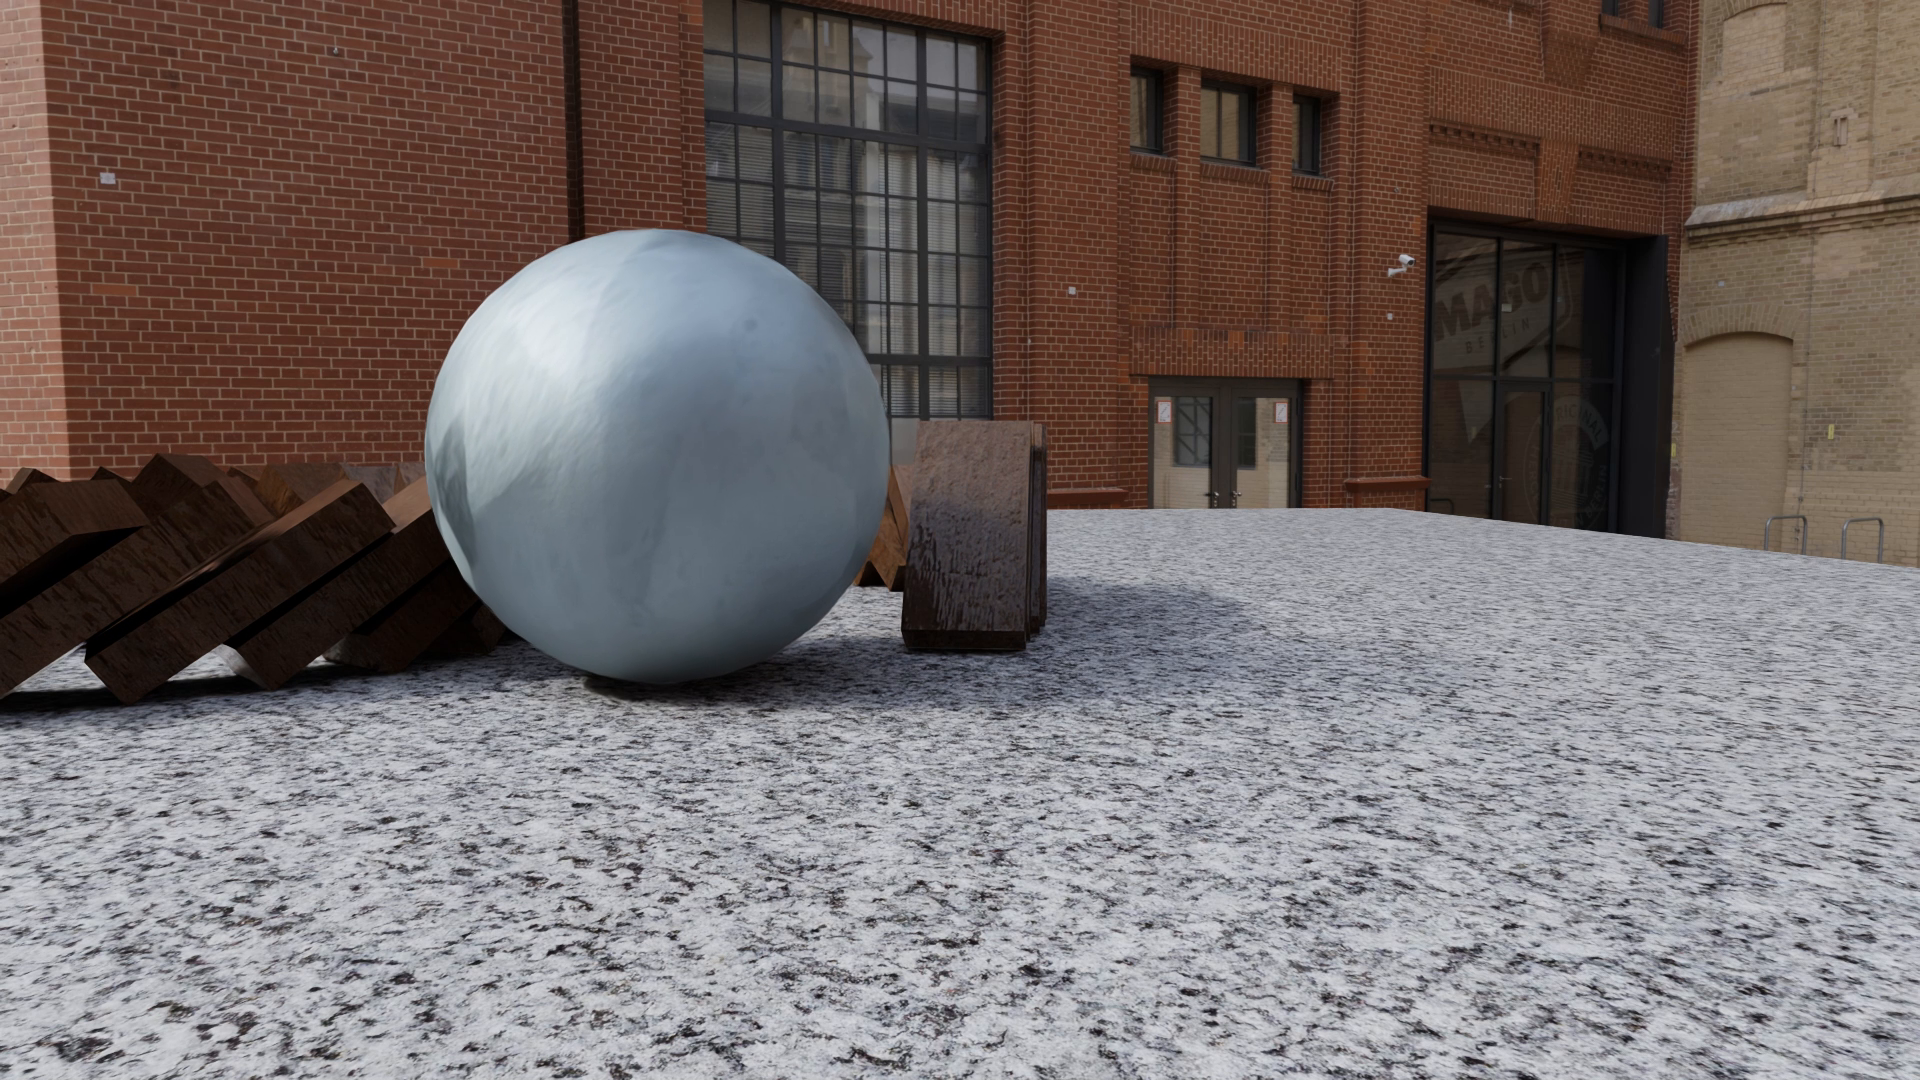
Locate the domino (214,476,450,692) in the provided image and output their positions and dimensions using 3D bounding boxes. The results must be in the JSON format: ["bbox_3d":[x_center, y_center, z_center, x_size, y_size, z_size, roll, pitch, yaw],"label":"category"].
[{"bbox_3d":[-0.114,0.006,0.241,0.025,0.010,0.050,5,41,47],"label":"domino"}]

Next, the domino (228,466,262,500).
[{"bbox_3d":[-0.226,-0.008,0.442,0.050,0.009,0.025,33,-5,-15],"label":"domino"}]

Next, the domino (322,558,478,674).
[{"bbox_3d":[-0.104,0.005,0.258,0.025,0.009,0.050,4,41,35],"label":"domino"}]

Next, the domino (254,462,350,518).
[{"bbox_3d":[-0.164,-0.002,0.347,0.050,0.009,0.025,40,18,17],"label":"domino"}]

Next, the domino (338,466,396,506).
[{"bbox_3d":[-0.144,-0.001,0.342,0.025,0.009,0.050,-5,41,-48],"label":"domino"}]

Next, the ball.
[{"bbox_3d":[-0.052,-0.015,0.229,0.080,0.080,0.080,0,4,0],"label":"ball"}]

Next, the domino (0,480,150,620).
[{"bbox_3d":[-0.159,0.009,0.204,0.050,0.010,0.025,-36,8,-4],"label":"domino"}]

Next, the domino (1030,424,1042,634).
[{"bbox_3d":[0.006,-0.003,0.296,0.025,0.050,0.009,1,-28,4],"label":"domino"}]

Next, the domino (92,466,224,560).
[{"bbox_3d":[-0.258,-0.007,0.420,0.050,0.010,0.025,36,-15,-29],"label":"domino"}]

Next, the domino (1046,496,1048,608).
[{"bbox_3d":[0.009,-0.005,0.319,0.025,0.050,0.010,0,-28,3],"label":"domino"}]

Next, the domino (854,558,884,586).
[{"bbox_3d":[-0.033,-0.005,0.404,0.025,0.010,0.050,-4,38,-40],"label":"domino"}]

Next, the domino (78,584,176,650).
[{"bbox_3d":[-0.192,0.017,0.281,0.025,0.010,0.050,1,4,13],"label":"domino"}]

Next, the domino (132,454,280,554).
[{"bbox_3d":[-0.185,-0.003,0.334,0.050,0.010,0.025,40,-3,-8],"label":"domino"}]

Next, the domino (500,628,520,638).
[{"bbox_3d":[-0.104,0.002,0.298,0.025,0.009,0.050,0,39,4],"label":"domino"}]

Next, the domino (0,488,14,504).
[{"bbox_3d":[-0.282,-0.004,0.389,0.025,0.009,0.050,3,-27,38],"label":"domino"}]

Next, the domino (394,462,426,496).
[{"bbox_3d":[-0.127,-0.001,0.332,0.025,0.009,0.050,-3,42,-37],"label":"domino"}]

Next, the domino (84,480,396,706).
[{"bbox_3d":[-0.126,0.008,0.226,0.050,0.009,0.025,-40,24,-24],"label":"domino"}]

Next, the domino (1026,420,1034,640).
[{"bbox_3d":[0.003,-0.003,0.285,0.025,0.050,0.010,0,-27,6],"label":"domino"}]

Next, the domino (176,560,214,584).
[{"bbox_3d":[-0.200,0.003,0.313,0.025,0.009,0.050,5,-23,47],"label":"domino"}]

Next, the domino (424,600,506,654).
[{"bbox_3d":[-0.103,0.003,0.279,0.025,0.009,0.050,1,41,15],"label":"domino"}]

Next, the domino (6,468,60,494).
[{"bbox_3d":[-0.271,-0.005,0.405,0.025,0.009,0.050,5,-27,47],"label":"domino"}]

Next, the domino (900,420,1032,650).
[{"bbox_3d":[0.002,-0.002,0.274,0.025,0.050,0.009,0,-27,6],"label":"domino"}]

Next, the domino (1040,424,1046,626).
[{"bbox_3d":[0.008,-0.004,0.307,0.025,0.050,0.009,0,-28,4],"label":"domino"}]

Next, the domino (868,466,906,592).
[{"bbox_3d":[-0.019,-0.004,0.390,0.025,0.010,0.050,-3,38,-31],"label":"domino"}]

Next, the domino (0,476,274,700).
[{"bbox_3d":[-0.142,0.008,0.214,0.050,0.010,0.025,-39,17,-15],"label":"domino"}]

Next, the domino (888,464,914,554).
[{"bbox_3d":[-0.004,-0.004,0.376,0.025,0.010,0.050,1,37,-16],"label":"domino"}]
